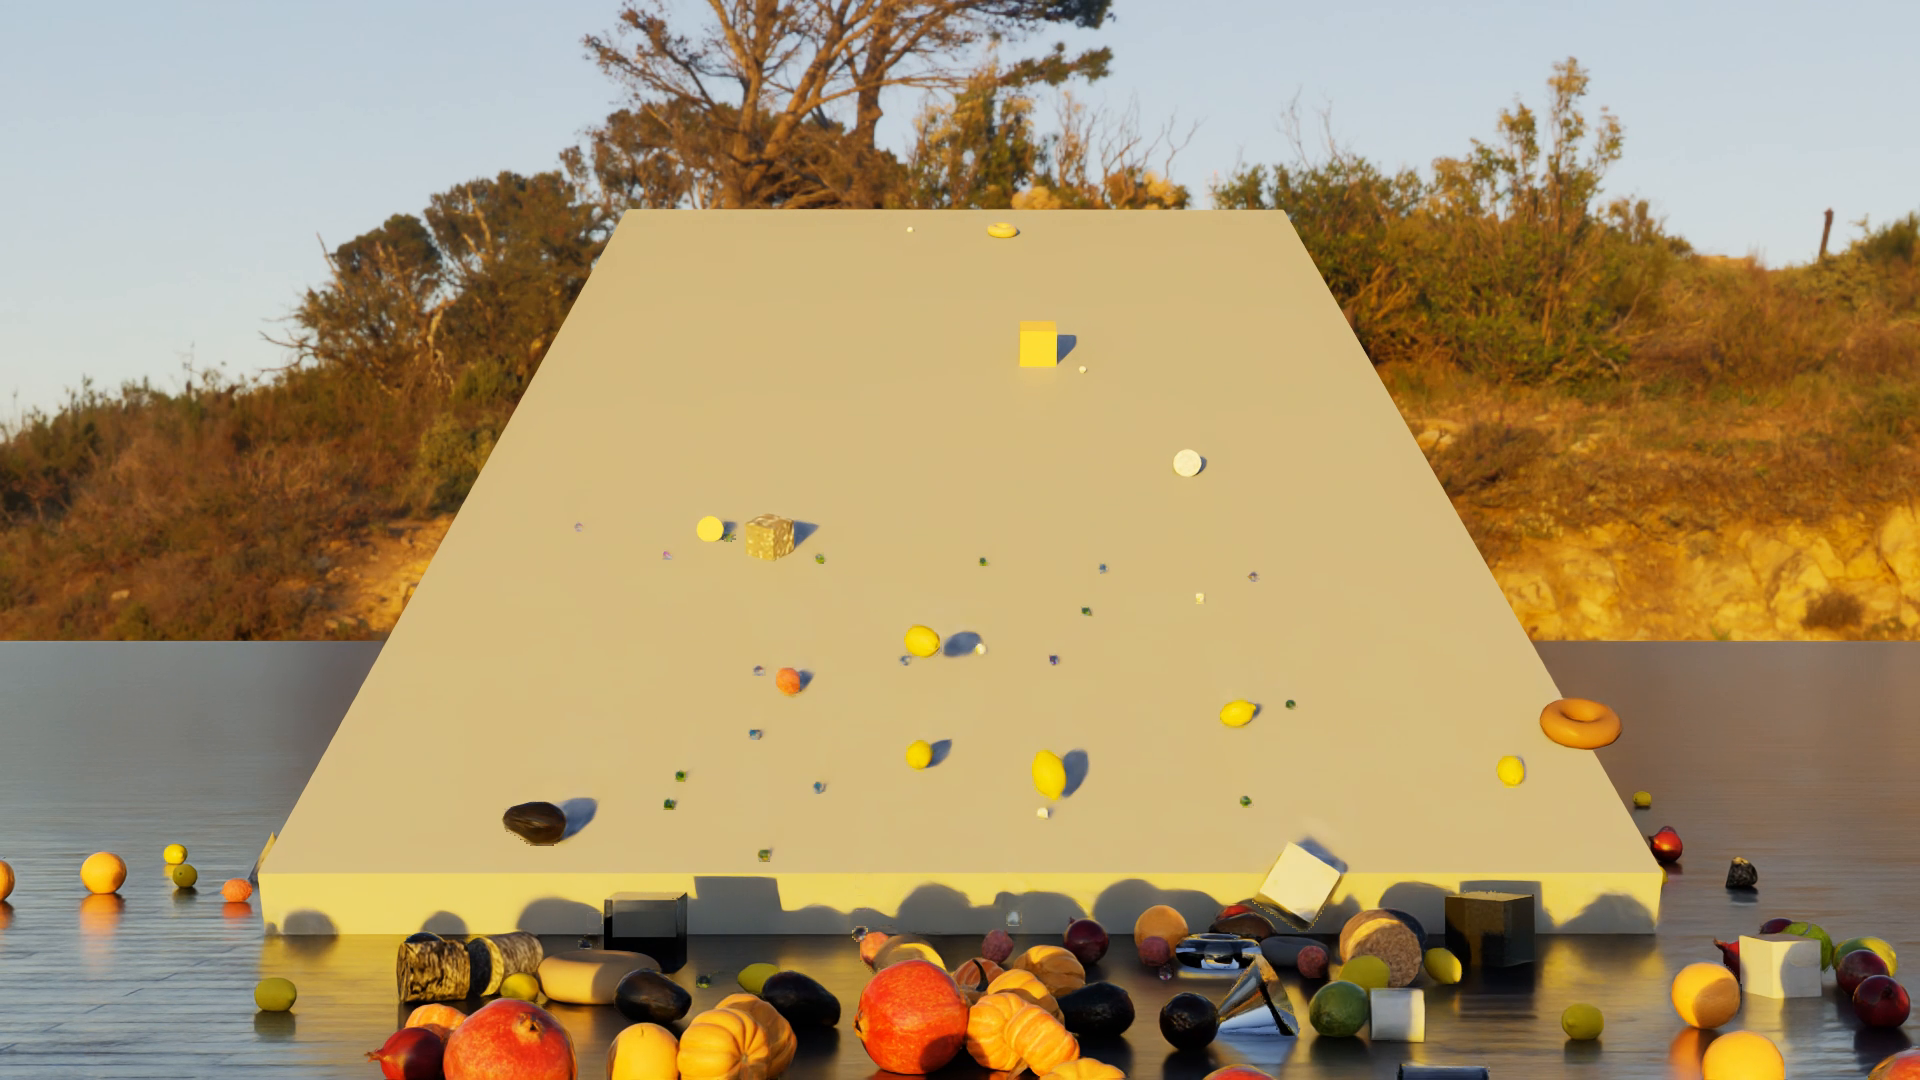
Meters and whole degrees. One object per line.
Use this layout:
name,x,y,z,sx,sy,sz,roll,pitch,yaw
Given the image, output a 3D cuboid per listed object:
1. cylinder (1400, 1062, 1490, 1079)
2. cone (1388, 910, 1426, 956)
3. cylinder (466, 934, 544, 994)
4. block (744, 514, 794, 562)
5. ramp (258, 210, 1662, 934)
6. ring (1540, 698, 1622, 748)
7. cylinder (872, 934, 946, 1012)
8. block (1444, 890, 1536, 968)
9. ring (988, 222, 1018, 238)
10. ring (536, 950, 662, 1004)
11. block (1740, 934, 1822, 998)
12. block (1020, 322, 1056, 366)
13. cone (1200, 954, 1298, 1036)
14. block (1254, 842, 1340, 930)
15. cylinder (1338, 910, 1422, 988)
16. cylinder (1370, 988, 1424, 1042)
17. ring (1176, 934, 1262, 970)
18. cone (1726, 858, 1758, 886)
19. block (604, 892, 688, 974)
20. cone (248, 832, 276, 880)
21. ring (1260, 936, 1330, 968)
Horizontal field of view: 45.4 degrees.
cylinder,0.405,0.475,1.919,0.070,0.070,0.070,3,-2,7
cone,0.566,0.536,2.993,0.081,0.081,0.081,0,-29,8
cylinder,-0.551,0.511,2.767,0.070,0.070,0.070,-2,-8,36
block,-0.364,-0.005,4.376,0.065,0.065,0.065,13,25,30
ramp,-0.006,-0.219,5.139,2.000,0.100,4.000,0,22,0
ring,0.993,0.293,3.665,0.128,0.043,0.128,0,23,0
cylinder,-0.059,0.501,2.658,0.079,0.079,0.079,0,-2,-6
block,0.701,0.514,3.030,0.085,0.085,0.085,-2,-3,42
ring,0.123,-0.903,6.682,0.088,0.029,0.088,3,23,-1
ring,-0.429,0.519,2.727,0.149,0.050,0.149,1,-2,0
block,0.986,0.512,2.757,0.066,0.066,0.066,1,-2,-15
block,0.188,-0.473,5.524,0.087,0.087,0.087,0,22,0
cone,0.302,0.512,2.480,0.095,0.095,0.095,-28,-9,13
block,0.471,0.485,3.208,0.083,0.083,0.083,32,-13,9
cylinder,0.514,0.503,2.807,0.089,0.089,0.089,0,-2,3
cylinder,0.464,0.504,2.435,0.055,0.055,0.055,0,-2,8
ring,0.337,0.536,2.988,0.113,0.038,0.113,0,-4,0
cone,1.329,0.581,3.933,0.053,0.053,0.053,-29,13,-28
block,-0.407,0.507,2.968,0.093,0.093,0.093,0,-2,2
cone,-1.215,0.557,4.052,0.083,0.083,0.083,0,-2,0
ring,0.436,0.539,2.995,0.094,0.031,0.094,4,-1,0
